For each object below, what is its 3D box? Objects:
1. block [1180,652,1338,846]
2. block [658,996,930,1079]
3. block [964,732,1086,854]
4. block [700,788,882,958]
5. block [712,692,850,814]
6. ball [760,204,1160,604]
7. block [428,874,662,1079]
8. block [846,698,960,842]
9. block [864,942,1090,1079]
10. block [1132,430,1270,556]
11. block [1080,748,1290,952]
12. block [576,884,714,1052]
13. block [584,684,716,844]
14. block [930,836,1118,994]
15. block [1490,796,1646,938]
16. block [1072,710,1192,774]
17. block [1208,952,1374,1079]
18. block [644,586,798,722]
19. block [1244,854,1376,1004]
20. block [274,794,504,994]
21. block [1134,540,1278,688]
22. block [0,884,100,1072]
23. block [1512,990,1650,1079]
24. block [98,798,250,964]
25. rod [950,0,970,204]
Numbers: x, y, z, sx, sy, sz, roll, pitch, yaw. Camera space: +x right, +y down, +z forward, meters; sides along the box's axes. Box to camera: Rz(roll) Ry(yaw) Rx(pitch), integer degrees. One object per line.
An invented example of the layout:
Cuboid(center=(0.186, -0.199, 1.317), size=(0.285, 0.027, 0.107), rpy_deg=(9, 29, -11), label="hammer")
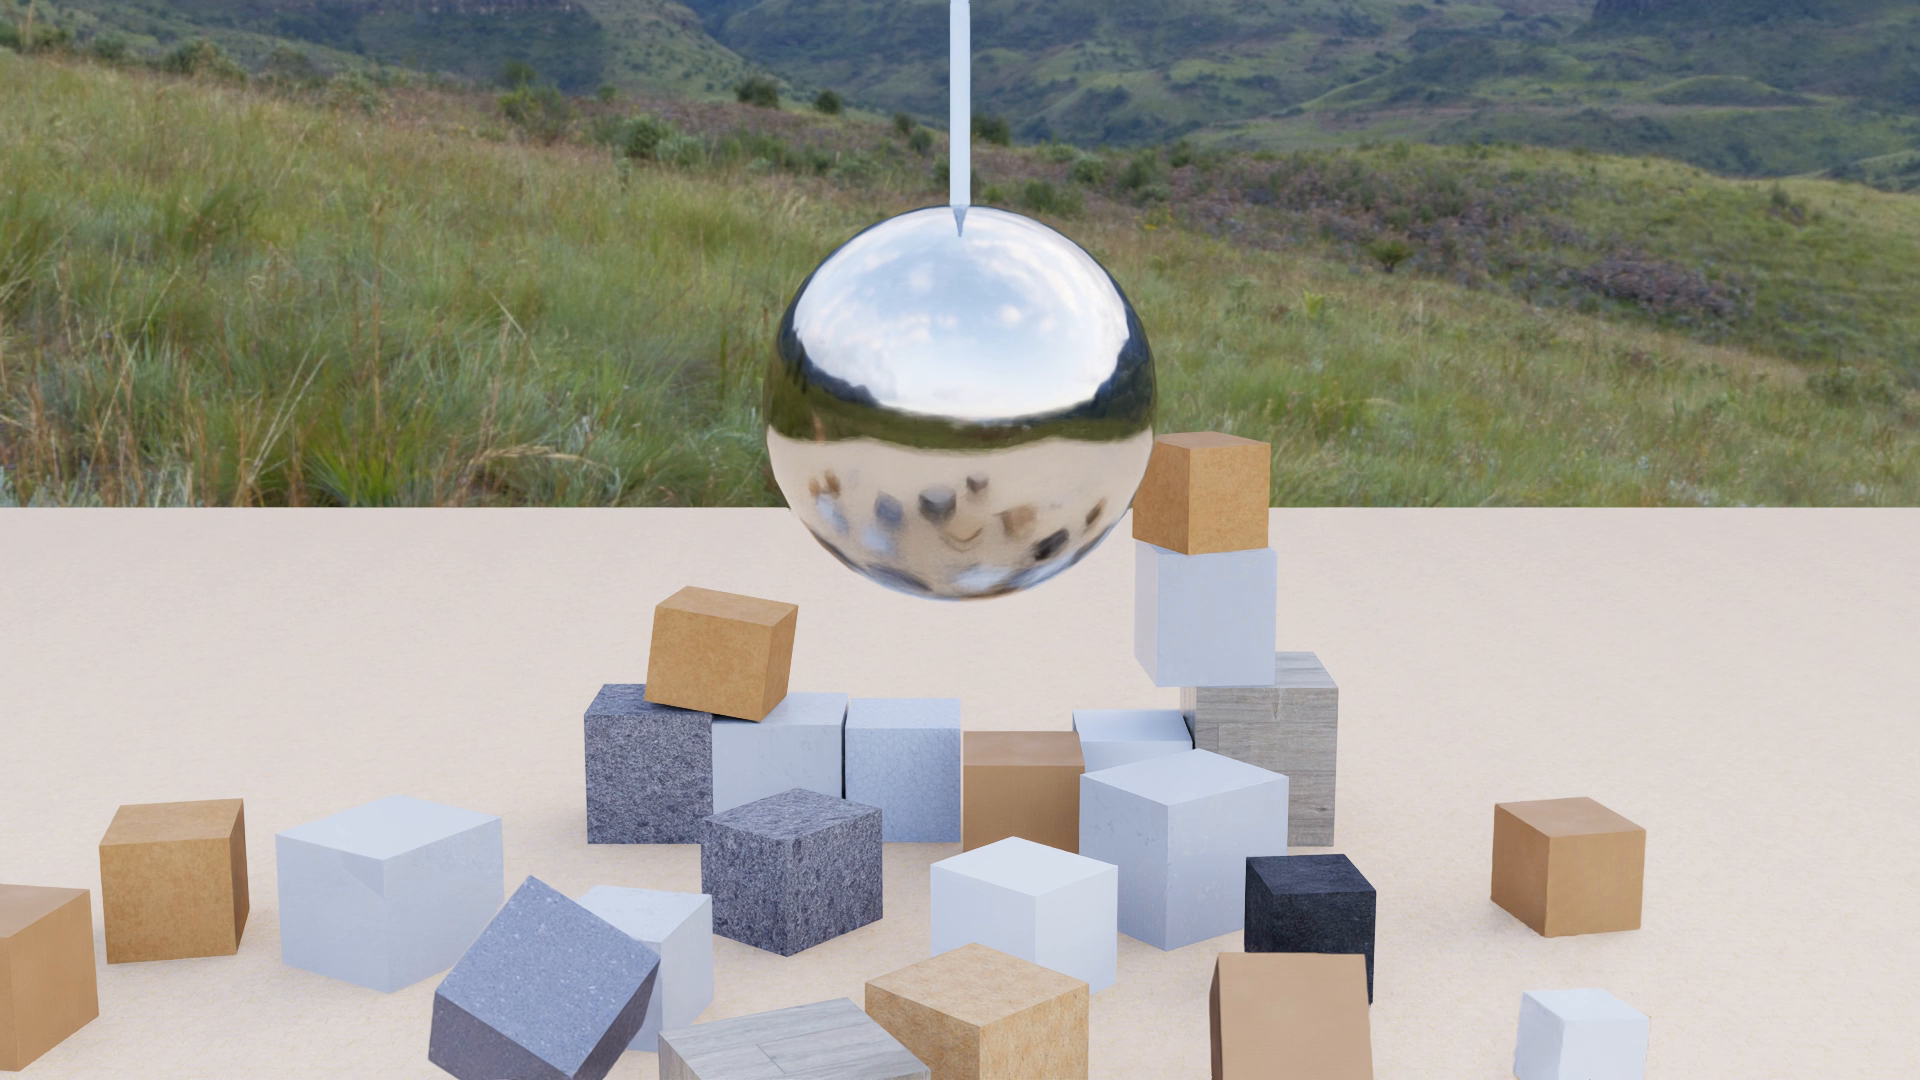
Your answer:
Cuboid(center=(1.529, 1.069, 11.393), size=(0.707, 0.821, 0.795), rpy_deg=(0, 10, 0), label="block")
Cuboid(center=(-0.529, 1.941, 6.964), size=(0.658, 0.690, 0.652), rpy_deg=(-5, 11, -26), label="block")
Cuboid(center=(0.303, 1.303, 10.739), size=(0.575, 0.595, 0.616), rpy_deg=(0, 10, 0), label="block")
Cuboid(center=(-0.756, 1.487, 9.932), size=(0.527, 0.521, 0.630), rpy_deg=(8, 13, 39), label="block")
Cuboid(center=(-0.914, 1.172, 11.372), size=(0.647, 0.625, 0.655), rpy_deg=(0, 10, 1), label="block")
Cuboid(center=(0.000, -0.546, 8.859), size=(1.600, 1.600, 1.600), rpy_deg=(0, 10, 0), label="ball")
Cuboid(center=(-1.479, 1.663, 7.809), size=(0.558, 0.546, 0.553), rpy_deg=(30, 50, 8), label="block")
Cuboid(center=(-0.287, 1.184, 11.388), size=(0.580, 0.596, 0.608), rpy_deg=(0, 10, 0), label="block")
Cuboid(center=(0.060, 1.845, 7.843), size=(0.572, 0.563, 0.554), rpy_deg=(10, 14, 44), label="block")
Cuboid(center=(1.213, -0.245, 11.095), size=(0.469, 0.526, 0.538), rpy_deg=(-5, 11, -26), label="block")
Cuboid(center=(1.017, 1.396, 10.031), size=(0.735, 0.665, 0.595), rpy_deg=(-8, 13, -36), label="block")
Cuboid(center=(-1.332, 1.717, 8.854), size=(0.507, 0.454, 0.560), rpy_deg=(3, 11, 14), label="block")
Cuboid(center=(-1.562, 1.148, 11.372), size=(0.639, 0.672, 0.646), rpy_deg=(0, 10, 0), label="block")
Cuboid(center=(0.268, 1.614, 9.238), size=(0.586, 0.518, 0.519), rpy_deg=(10, 14, 42), label="block")
Cuboid(center=(2.776, 1.489, 10.064), size=(0.474, 0.469, 0.521), rpy_deg=(-2, 11, -13), label="block")
Cuboid(center=(0.882, 1.216, 11.397), size=(0.568, 0.531, 0.628), rpy_deg=(0, 10, 0), label="block")
Cuboid(center=(1.167, 1.788, 7.819), size=(0.513, 0.500, 0.469), rpy_deg=(0, -30, 2), label="block")
Cuboid(center=(-1.217, 0.574, 11.281), size=(0.606, 0.493, 0.580), rpy_deg=(10, 10, 7), label="block")
Cuboid(center=(1.461, 1.632, 9.228), size=(0.430, 0.487, 0.479), rpy_deg=(-1, 10, -6), label="block")
Cuboid(center=(-2.467, 1.522, 9.560), size=(0.653, 0.584, 0.691), rpy_deg=(6, 12, 32), label="block")
Cuboid(center=(1.246, 0.337, 11.247), size=(0.597, 0.672, 0.687), rpy_deg=(-1, 10, -5), label="block")
Cuboid(center=(-3.859, 1.707, 8.672), size=(0.638, 0.538, 0.556), rpy_deg=(2, 10, 10), label="block")
Cuboid(center=(2.306, 1.886, 8.182), size=(0.342, 0.328, 0.320), rpy_deg=(2, 8, -14), label="block")
Cuboid(center=(-3.483, 1.507, 9.785), size=(0.534, 0.534, 0.594), rpy_deg=(-2, 11, -12), label="block")
Cuboid(center=(0.000, -3.882, 9.512), size=(0.080, 5.200, 0.080), rpy_deg=(0, -11, 0), label="rod")
